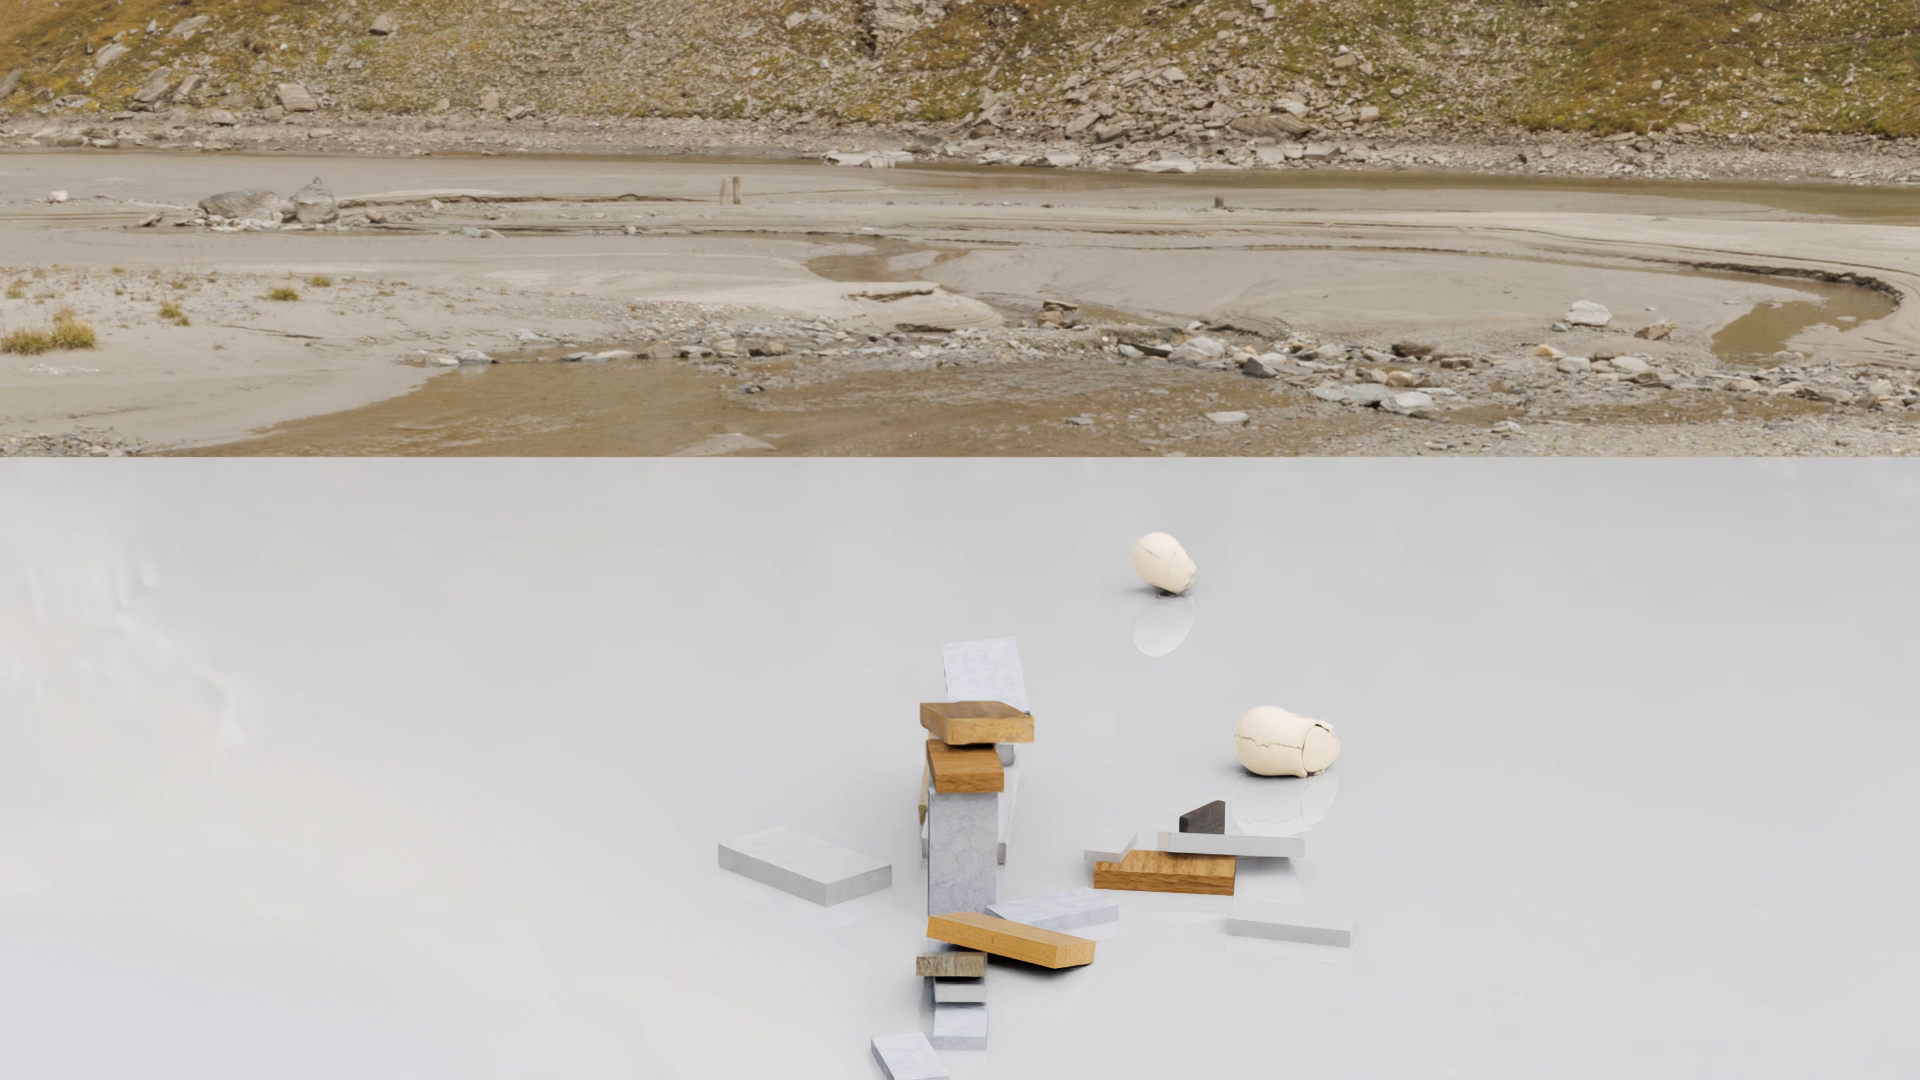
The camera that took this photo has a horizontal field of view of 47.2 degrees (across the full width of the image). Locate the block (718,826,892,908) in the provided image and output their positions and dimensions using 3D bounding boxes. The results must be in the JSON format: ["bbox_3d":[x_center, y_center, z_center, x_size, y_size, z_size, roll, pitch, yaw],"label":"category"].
[{"bbox_3d":[-0.267,0.554,3.749,0.144,0.041,0.287,-10,14,-43],"label":"block"}]

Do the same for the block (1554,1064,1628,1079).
[{"bbox_3d":[0.816,0.725,2.895,0.126,0.018,0.063,-8,13,-37],"label":"block"}]

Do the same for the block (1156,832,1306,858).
[{"bbox_3d":[0.466,0.525,3.794,0.233,0.033,0.117,3,-7,-6],"label":"block"}]

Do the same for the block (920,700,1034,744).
[{"bbox_3d":[0.026,0.312,3.790,0.144,0.041,0.375,-1,0,-8],"label":"block"}]

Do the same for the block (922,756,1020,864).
[{"bbox_3d":[0.022,0.476,3.946,0.148,0.042,0.295,3,25,5],"label":"block"}]

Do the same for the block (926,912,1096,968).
[{"bbox_3d":[0.078,0.613,3.380,0.233,0.033,0.117,7,-1,34],"label":"block"}]

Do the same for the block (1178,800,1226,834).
[{"bbox_3d":[0.432,0.510,3.925,0.018,0.063,0.126,8,13,37],"label":"block"}]

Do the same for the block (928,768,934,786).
[{"bbox_3d":[0.003,0.477,3.676,0.109,0.218,0.031,0,14,0],"label":"block"}]

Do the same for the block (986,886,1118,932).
[{"bbox_3d":[0.148,0.601,3.537,0.193,0.027,0.096,-6,12,-29],"label":"block"}]

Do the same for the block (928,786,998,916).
[{"bbox_3d":[0.004,0.503,3.538,0.109,0.218,0.031,-1,15,-7],"label":"block"}]

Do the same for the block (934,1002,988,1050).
[{"bbox_3d":[0.002,0.683,3.113,0.073,0.021,0.147,0,11,2],"label":"block"}]

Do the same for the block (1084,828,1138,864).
[{"bbox_3d":[0.261,0.526,3.786,0.063,0.018,0.126,3,11,18],"label":"block"}]

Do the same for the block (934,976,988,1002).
[{"bbox_3d":[0.000,0.649,3.198,0.073,0.021,0.147,1,-3,-2],"label":"block"}]

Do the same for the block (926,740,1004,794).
[{"bbox_3d":[0.007,0.366,3.579,0.109,0.031,0.218,-1,9,-5],"label":"block"}]

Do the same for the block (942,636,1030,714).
[{"bbox_3d":[0.047,0.275,4.144,0.144,0.041,0.287,-6,26,-2],"label":"block"}]

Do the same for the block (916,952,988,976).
[{"bbox_3d":[-0.011,0.624,3.240,0.096,0.027,0.193,0,-8,2],"label":"block"}]

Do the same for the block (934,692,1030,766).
[{"bbox_3d":[0.043,0.350,4.160,0.148,0.042,0.295,4,16,6],"label":"block"}]

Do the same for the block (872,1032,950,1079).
[{"bbox_3d":[-0.068,0.708,2.976,0.073,0.021,0.147,-3,11,-15],"label":"block"}]

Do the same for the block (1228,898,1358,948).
[{"bbox_3d":[0.529,0.608,3.495,0.193,0.027,0.096,3,11,17],"label":"block"}]

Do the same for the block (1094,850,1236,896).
[{"bbox_3d":[0.349,0.562,3.729,0.233,0.033,0.117,2,11,9],"label":"block"}]

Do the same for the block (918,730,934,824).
[{"bbox_3d":[0.007,0.436,4.129,0.148,0.042,0.295,2,27,3],"label":"block"}]
